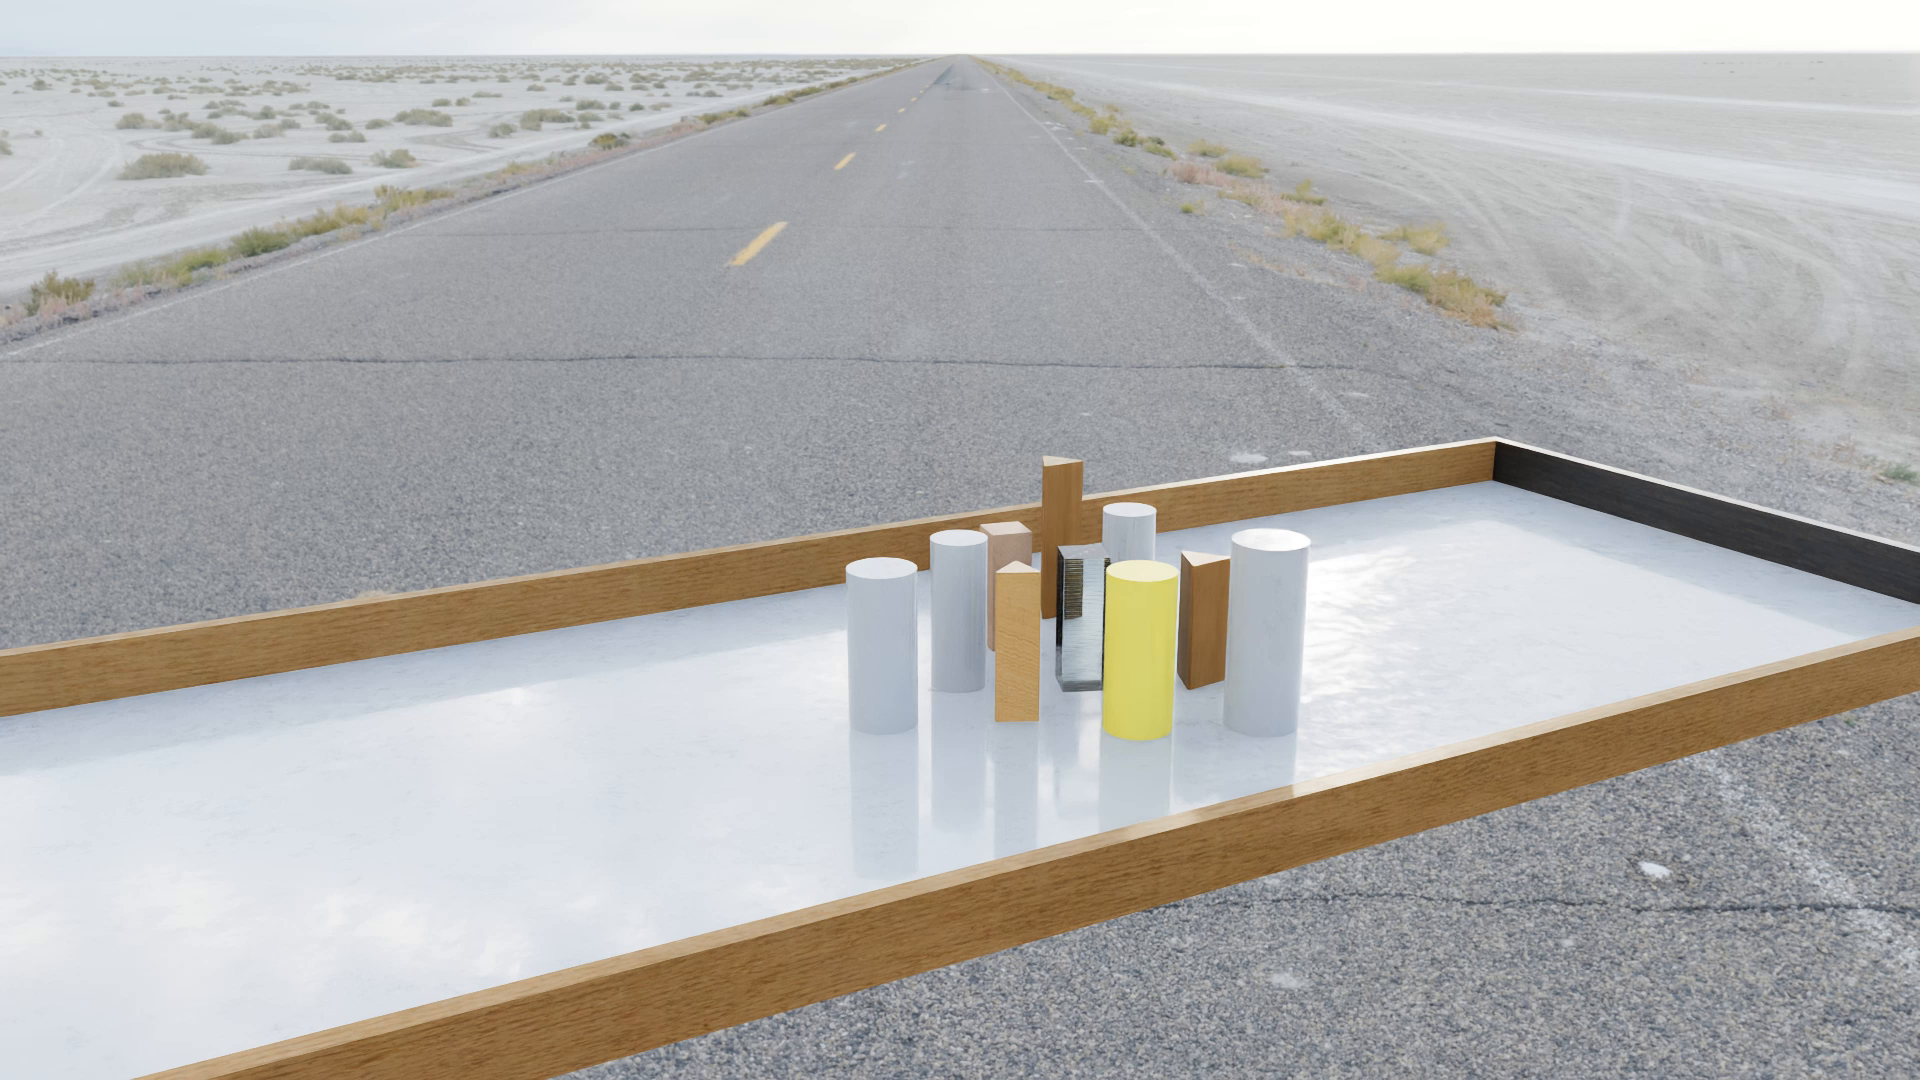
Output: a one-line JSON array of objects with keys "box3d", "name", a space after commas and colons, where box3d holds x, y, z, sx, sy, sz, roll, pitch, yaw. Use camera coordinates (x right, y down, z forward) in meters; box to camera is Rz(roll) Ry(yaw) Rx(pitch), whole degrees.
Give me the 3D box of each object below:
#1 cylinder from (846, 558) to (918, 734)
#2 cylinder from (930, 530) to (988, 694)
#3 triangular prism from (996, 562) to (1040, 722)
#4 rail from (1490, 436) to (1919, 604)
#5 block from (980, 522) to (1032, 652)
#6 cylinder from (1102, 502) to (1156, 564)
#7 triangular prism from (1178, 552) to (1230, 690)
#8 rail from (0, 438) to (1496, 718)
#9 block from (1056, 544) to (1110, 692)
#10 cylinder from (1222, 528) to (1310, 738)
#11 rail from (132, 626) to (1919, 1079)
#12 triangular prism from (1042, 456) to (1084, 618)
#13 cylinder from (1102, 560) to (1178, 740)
[{"box3d": [-0.181, 0.246, 3.845, 0.165, 0.379, 0.165, 0, 16, 0], "name": "cylinder"}, {"box3d": [-0.003, 0.176, 4.083, 0.142, 0.379, 0.142, 0, 16, 0], "name": "cylinder"}, {"box3d": [0.133, 0.239, 3.888, 0.102, 0.369, 0.089, -1, 16, -2], "name": "triangular prism"}, {"box3d": [2.466, -0.048, 5.253, 0.050, 0.150, 2.100, -9, 18, -27], "name": "rail"}, {"box3d": [0.120, 0.122, 4.374, 0.108, 0.319, 0.108, -5, 17, -17], "name": "block"}, {"box3d": [0.438, 0.105, 4.317, 0.138, 0.384, 0.138, 0, 16, 0], "name": "cylinder"}, {"box3d": [0.587, 0.194, 4.123, 0.126, 0.322, 0.109, -11, 20, -34], "name": "triangular prism"}, {"box3d": [-3.305, 0.497, 3.399, 12.000, 0.150, 0.050, -9, 18, -27], "name": "rail"}, {"box3d": [0.303, 0.194, 4.085, 0.111, 0.344, 0.111, -2, 16, -6], "name": "block"}, {"box3d": [0.709, 0.215, 3.826, 0.178, 0.450, 0.178, 0, 16, 0], "name": "cylinder"}, {"box3d": [-2.336, 1.006, 1.665, 12.000, 0.150, 0.050, -9, 18, -27], "name": "rail"}, {"box3d": [0.260, -0.012, 4.615, 0.123, 0.440, 0.107, -9, 19, -28], "name": "triangular prism"}, {"box3d": [0.416, 0.254, 3.812, 0.163, 0.383, 0.163, 0, 16, 0], "name": "cylinder"}]
